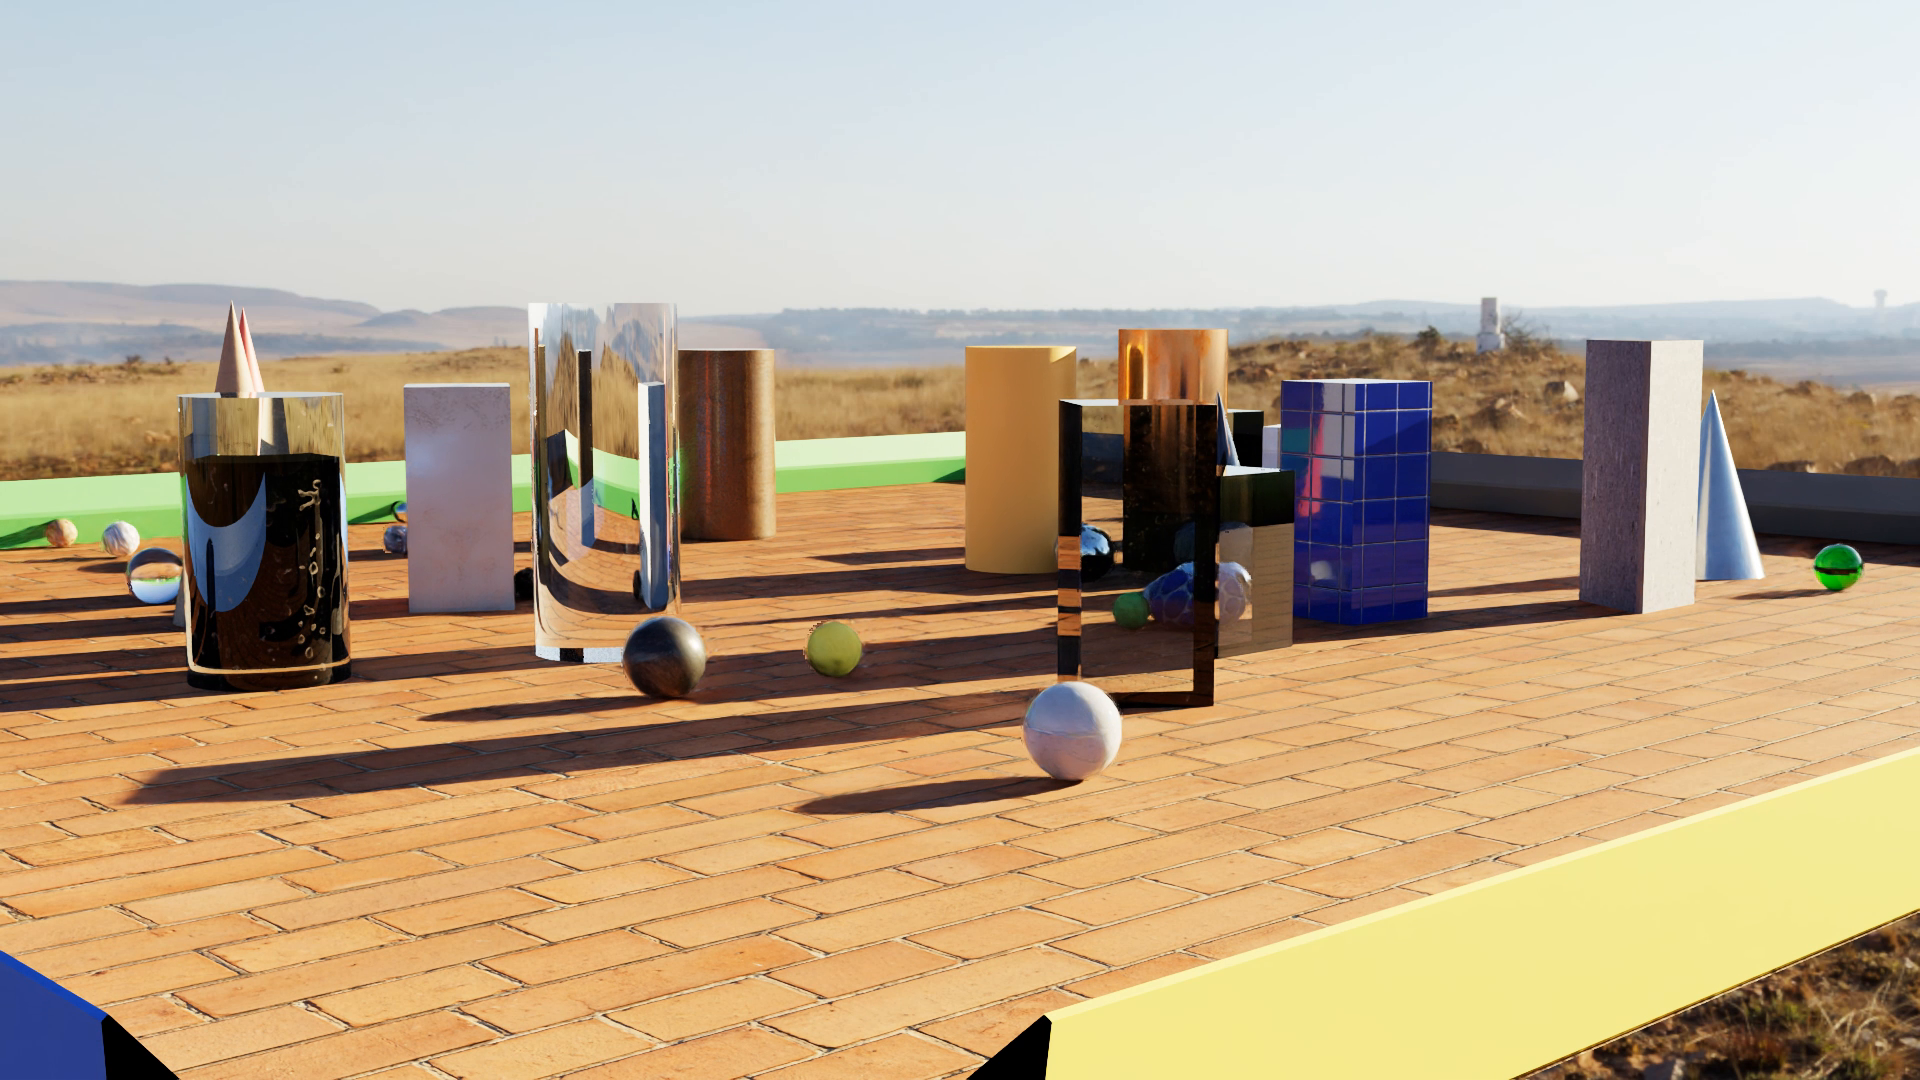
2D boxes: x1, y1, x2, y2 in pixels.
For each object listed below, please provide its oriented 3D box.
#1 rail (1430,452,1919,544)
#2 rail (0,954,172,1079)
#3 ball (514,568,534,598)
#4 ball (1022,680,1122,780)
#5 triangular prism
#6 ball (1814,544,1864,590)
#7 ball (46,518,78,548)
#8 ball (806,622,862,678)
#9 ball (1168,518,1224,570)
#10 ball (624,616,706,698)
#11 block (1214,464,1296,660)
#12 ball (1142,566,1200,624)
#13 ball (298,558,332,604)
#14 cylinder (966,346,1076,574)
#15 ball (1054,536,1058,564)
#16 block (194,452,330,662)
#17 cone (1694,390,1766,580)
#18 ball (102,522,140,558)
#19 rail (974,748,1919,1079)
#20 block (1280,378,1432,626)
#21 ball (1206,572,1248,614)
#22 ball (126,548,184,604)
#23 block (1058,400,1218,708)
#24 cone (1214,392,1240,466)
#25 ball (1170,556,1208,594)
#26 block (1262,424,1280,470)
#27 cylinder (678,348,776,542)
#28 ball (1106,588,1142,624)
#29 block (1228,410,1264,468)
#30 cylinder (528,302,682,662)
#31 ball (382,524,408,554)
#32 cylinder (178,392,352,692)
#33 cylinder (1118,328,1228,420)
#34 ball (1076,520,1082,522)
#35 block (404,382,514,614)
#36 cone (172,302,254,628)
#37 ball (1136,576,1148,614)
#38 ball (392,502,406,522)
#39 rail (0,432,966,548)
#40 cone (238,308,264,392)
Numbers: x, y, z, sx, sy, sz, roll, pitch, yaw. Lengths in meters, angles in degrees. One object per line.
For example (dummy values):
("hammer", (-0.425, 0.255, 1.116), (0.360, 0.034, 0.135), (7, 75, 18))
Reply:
("rail", (1.359, -0.100, 4.579), (0.045, 0.123, 3.495), (-6, 8, -42))
("rail", (-1.359, 0.164, 2.085), (0.045, 0.123, 3.495), (-6, 8, -42))
("ball", (-0.667, 0.066, 3.391), (0.045, 0.045, 0.045), (0, 6, 0))
("ball", (0.106, 0.180, 2.077), (0.094, 0.094, 0.094), (0, 6, 0))
("triangular prism", (0.999, -0.101, 3.296), (0.142, 0.396, 0.164), (6, 8, 45))
("ball", (1.387, 0.043, 3.472), (0.074, 0.074, 0.074), (0, 6, 0))
("ball", (-1.671, -0.012, 4.091), (0.054, 0.054, 0.054), (0, 6, 0))
("ball", (-0.152, 0.132, 2.657), (0.067, 0.067, 0.067), (0, 6, 0))
("ball", (0.396, 0.009, 3.695), (0.095, 0.095, 0.095), (0, 6, 0))
("ball", (-0.337, 0.134, 2.512), (0.094, 0.094, 0.094), (0, 6, 0))
("block", (0.331, 0.024, 2.890), (0.151, 0.233, 0.151), (-6, 8, -43))
("ball", (0.297, 0.078, 3.101), (0.083, 0.083, 0.083), (0, 6, 0))
("ball", (-0.984, 0.062, 3.318), (0.069, 0.069, 0.069), (0, 6, 0))
("cylinder", (0.104, -0.141, 3.769), (0.189, 0.378, 0.189), (0, 6, 0))
("ball", (0.200, 0.017, 3.639), (0.091, 0.091, 0.091), (0, 6, 0))
("block", (-0.903, 0.017, 2.856), (0.151, 0.254, 0.151), (-1, 6, -13))
("cone", (1.256, -0.098, 3.686), (0.189, 0.310, 0.189), (0, 6, 0))
("ball", (-1.503, -0.001, 3.936), (0.064, 0.064, 0.064), (0, 6, 0))
("rail", (1.169, 0.165, 2.072), (3.746, 0.123, 0.045), (-6, 8, -42))
("block", (0.570, -0.060, 3.177), (0.151, 0.340, 0.151), (-4, 7, -34))
("ball", (0.389, 0.077, 3.202), (0.063, 0.063, 0.063), (0, 6, 0))
("ball", (-1.212, 0.054, 3.313), (0.086, 0.086, 0.086), (0, 6, 0))
("block", (0.200, 0.012, 2.513), (0.151, 0.338, 0.151), (-1, 6, -7))
("cone", (0.405, -0.079, 3.467), (0.189, 0.317, 0.189), (0, 6, 0))
("ball", (0.348, 0.058, 3.368), (0.066, 0.066, 0.066), (0, 6, 0))
("block", (0.623, -0.079, 3.831), (0.151, 0.240, 0.151), (3, 7, 27))
("cylinder", (-0.454, -0.188, 4.278), (0.189, 0.364, 0.189), (0, 6, 0))
("ball", (0.231, 0.093, 3.107), (0.052, 0.052, 0.052), (0, 6, 0))
("block", (0.478, -0.127, 4.253), (0.151, 0.247, 0.151), (-5, 8, -37))
("cylinder", (-0.457, -0.080, 2.839), (0.189, 0.450, 0.189), (0, 6, 0))
("ball", (-1.017, -0.001, 3.982), (0.054, 0.054, 0.054), (0, 6, 0))
("cylinder", (-0.832, -0.003, 2.634), (0.189, 0.341, 0.189), (0, 6, 0))
("cylinder", (0.369, -0.162, 3.823), (0.189, 0.408, 0.189), (0, 6, 0))
("ball", (0.221, -0.018, 4.205), (0.042, 0.042, 0.042), (0, 6, 0))
("block", (-0.748, -0.067, 3.289), (0.151, 0.330, 0.151), (-1, 6, -12))
("cone", (-1.028, -0.113, 3.126), (0.189, 0.457, 0.189), (0, 6, 0))
("ball", (0.284, 0.080, 3.187), (0.060, 0.060, 0.060), (0, 6, 0))
("ball", (-1.159, -0.058, 4.575), (0.044, 0.044, 0.044), (0, 6, 0))
("rail", (-1.169, -0.101, 4.592), (3.746, 0.123, 0.045), (-6, 8, -42))
("cone", (-1.106, -0.138, 3.414), (0.189, 0.446, 0.189), (0, 6, 0))
